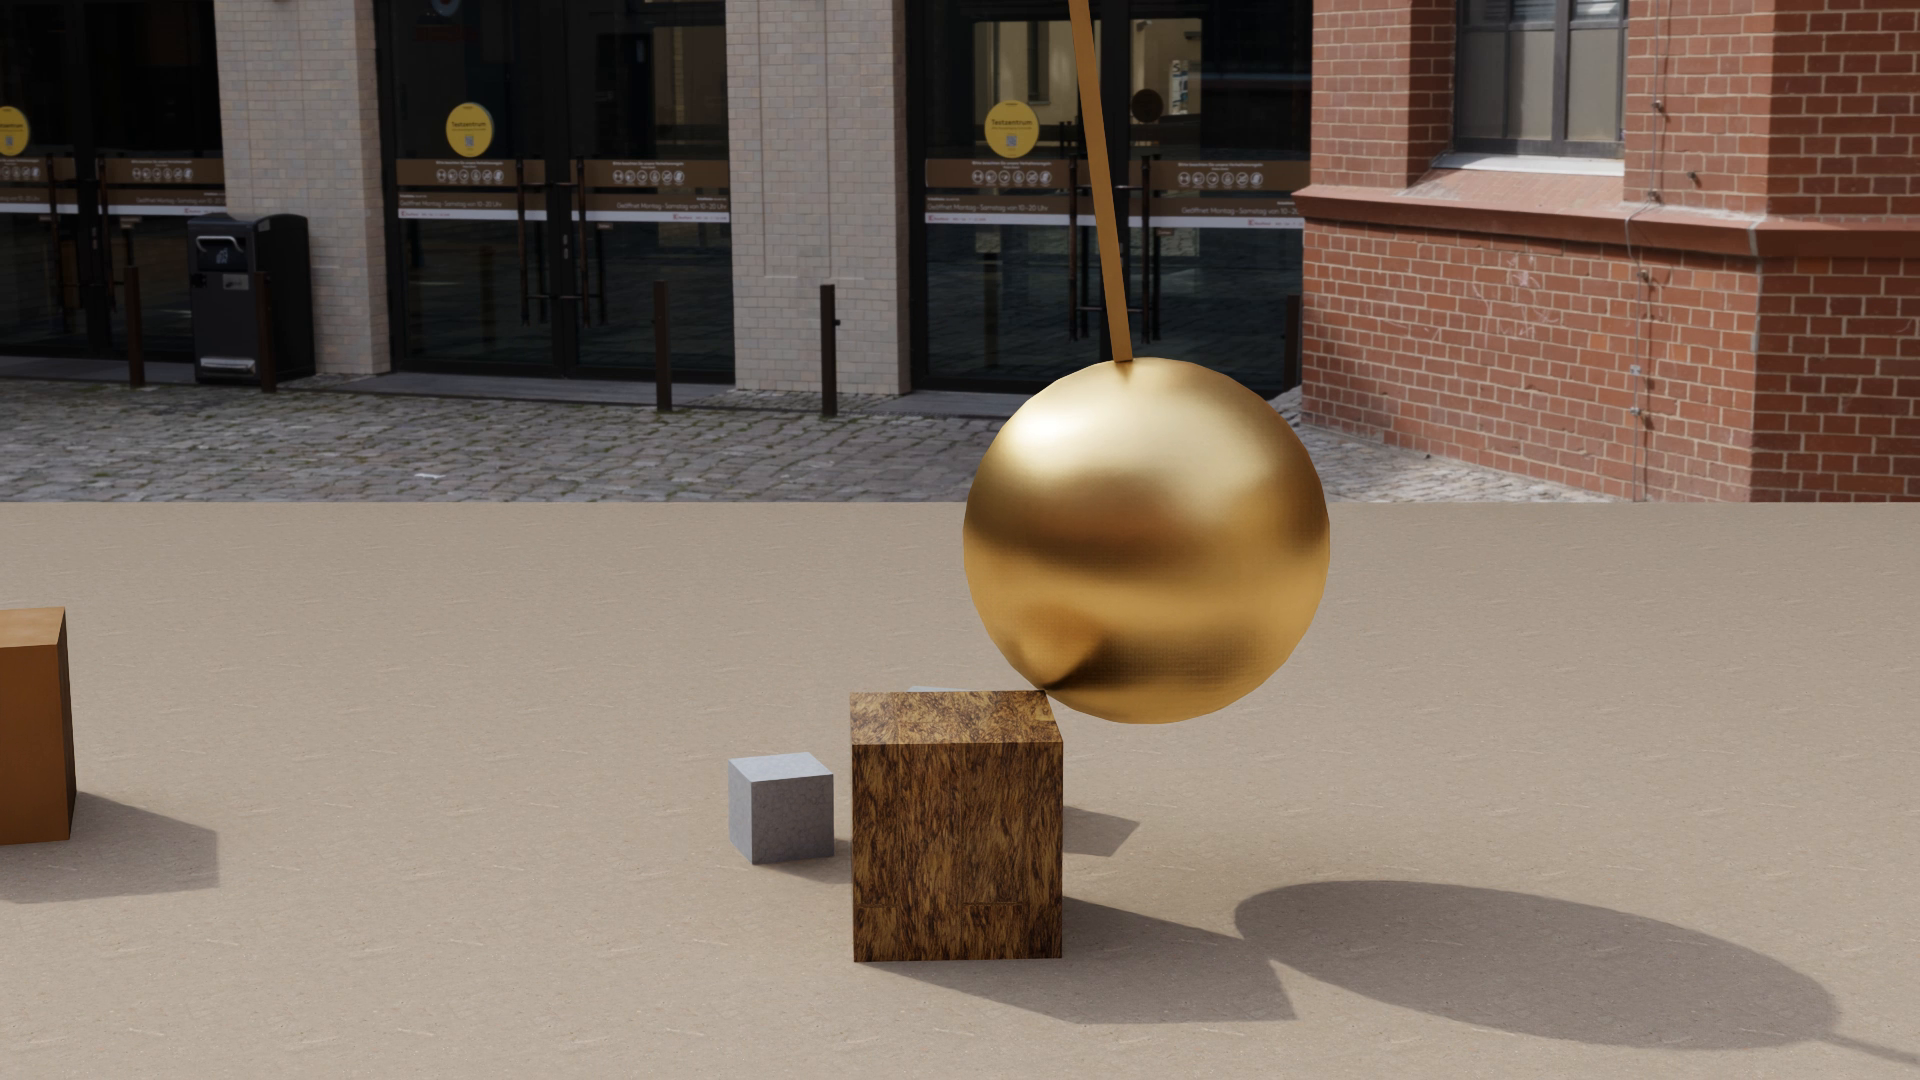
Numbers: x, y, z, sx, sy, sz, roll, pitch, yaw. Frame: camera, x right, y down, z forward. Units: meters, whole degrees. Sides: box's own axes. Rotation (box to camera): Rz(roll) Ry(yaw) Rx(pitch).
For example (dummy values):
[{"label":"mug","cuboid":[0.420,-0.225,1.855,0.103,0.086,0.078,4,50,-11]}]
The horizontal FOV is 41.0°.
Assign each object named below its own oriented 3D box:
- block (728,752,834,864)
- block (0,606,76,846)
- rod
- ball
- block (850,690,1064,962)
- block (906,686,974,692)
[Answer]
[{"label":"block","cuboid":[-0.821,1.225,11.751,0.386,0.386,0.409,-4,11,-19]},{"label":"block","cuboid":[-4.654,0.880,12.124,0.824,0.931,0.883,-3,11,-16]},{"label":"rod","cuboid":[0.351,-3.310,10.578,0.080,5.200,0.080,-8,10,1]},{"label":"ball","cuboid":[0.810,0.004,11.181,1.600,1.600,1.600,0,10,0]},{"label":"block","cuboid":[-0.032,1.167,10.638,0.836,0.898,0.866,-1,10,-3]},{"label":"block","cuboid":[-0.026,1.044,12.361,0.613,0.524,0.582,3,11,18]}]
